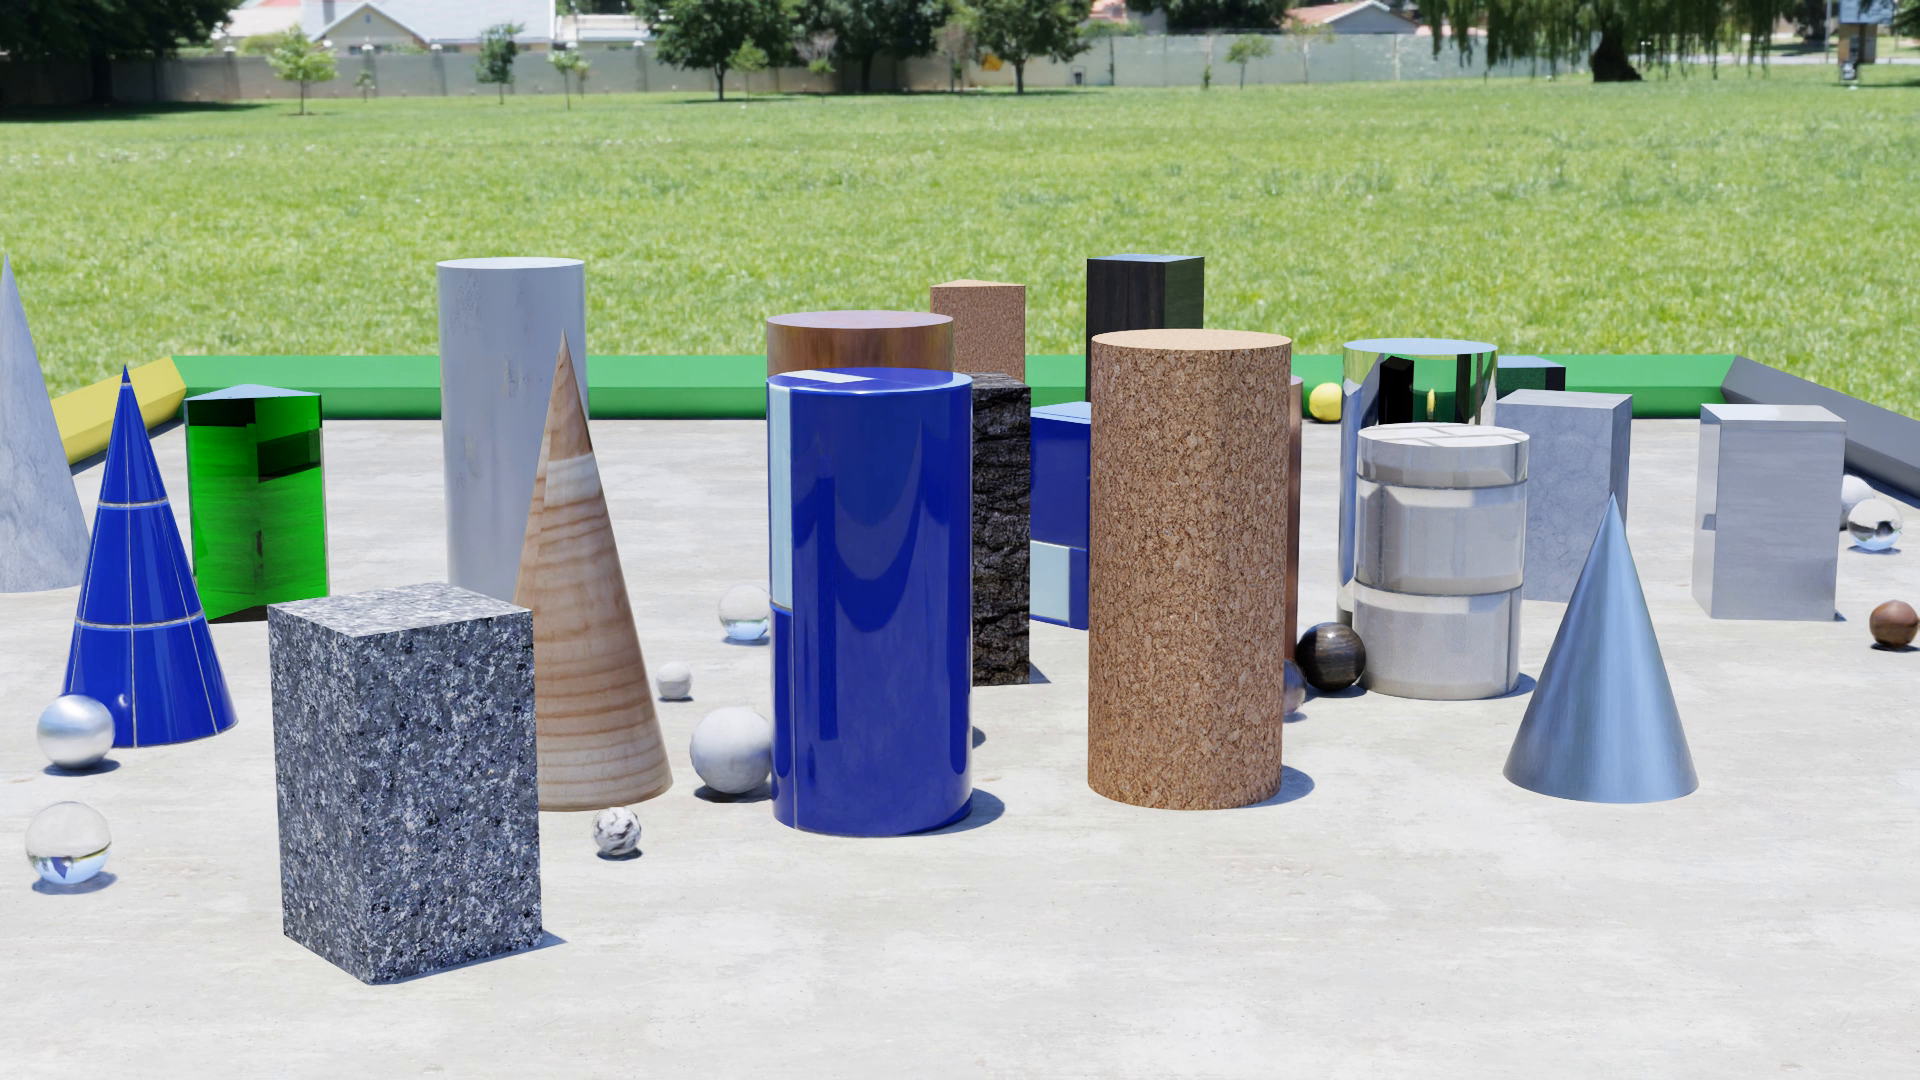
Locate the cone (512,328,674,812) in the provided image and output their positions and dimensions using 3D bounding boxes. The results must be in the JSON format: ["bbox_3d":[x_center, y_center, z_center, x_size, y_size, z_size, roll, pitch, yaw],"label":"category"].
[{"bbox_3d":[-0.394,0.019,2.590,0.199,0.471,0.199,0,10,0],"label":"cone"}]

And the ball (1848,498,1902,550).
[{"bbox_3d":[1.390,-0.024,3.899,0.079,0.079,0.079,0,10,0],"label":"ball"}]

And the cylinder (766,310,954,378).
[{"bbox_3d":[-0.106,-0.009,2.770,0.199,0.460,0.199,0,10,0],"label":"cylinder"}]

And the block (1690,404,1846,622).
[{"bbox_3d":[1.088,-0.039,3.463,0.159,0.268,0.159,1,11,6],"label":"block"}]

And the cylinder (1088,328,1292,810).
[{"bbox_3d":[0.230,0.025,2.596,0.199,0.458,0.199,0,10,0],"label":"cylinder"}]

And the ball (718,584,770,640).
[{"bbox_3d":[-0.274,0.092,3.288,0.074,0.074,0.074,0,10,0],"label":"ball"}]

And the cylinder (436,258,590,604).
[{"bbox_3d":[-0.606,-0.146,3.502,0.199,0.464,0.199,0,10,0],"label":"cylinder"}]

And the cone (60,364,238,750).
[{"bbox_3d":[-0.909,0.008,2.828,0.199,0.407,0.199,0,10,0],"label":"cone"}]

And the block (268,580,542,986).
[{"bbox_3d":[-0.462,0.196,2.141,0.159,0.286,0.159,-8,13,-38],"label":"block"}]

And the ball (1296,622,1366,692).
[{"bbox_3d":[0.437,0.137,3.022,0.082,0.082,0.082,0,10,0],"label":"ball"}]

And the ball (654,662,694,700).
[{"bbox_3d":[-0.332,0.163,2.984,0.044,0.044,0.044,0,10,0],"label":"ball"}]

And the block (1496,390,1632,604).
[{"bbox_3d":[0.837,-0.062,3.577,0.159,0.272,0.159,5,11,23],"label":"block"}]

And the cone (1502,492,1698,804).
[{"bbox_3d":[0.664,0.098,2.634,0.199,0.300,0.199,0,10,0],"label":"cone"}]

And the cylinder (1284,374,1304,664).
[{"bbox_3d":[0.297,-0.004,2.995,0.199,0.370,0.199,0,10,0],"label":"cylinder"}]

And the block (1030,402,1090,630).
[{"bbox_3d":[0.164,-0.036,3.432,0.159,0.273,0.159,10,15,44],"label":"block"}]

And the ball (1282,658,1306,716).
[{"bbox_3d":[0.357,0.166,2.901,0.068,0.068,0.068,0,10,0],"label":"ball"}]

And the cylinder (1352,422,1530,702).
[{"bbox_3d":[0.569,0.022,3.047,0.199,0.298,0.199,0,10,0],"label":"cylinder"}]

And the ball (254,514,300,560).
[{"bbox_3d":[-1.019,-0.004,3.832,0.066,0.066,0.066,0,10,0],"label":"ball"}]

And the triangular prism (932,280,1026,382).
[{"bbox_3d":[0.019,-0.303,4.703,0.172,0.337,0.149,-2,11,-10],"label":"triangular prism"}]

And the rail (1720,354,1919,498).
[{"bbox_3d":[1.614,0.032,3.458,0.045,0.129,3.908,0,10,0],"label":"rail"}]

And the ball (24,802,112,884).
[{"bbox_3d":[-0.802,0.273,2.310,0.074,0.074,0.074,0,10,0],"label":"ball"}]

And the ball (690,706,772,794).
[{"bbox_3d":[-0.229,0.212,2.598,0.089,0.089,0.089,0,10,0],"label":"ball"}]

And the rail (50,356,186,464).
[{"bbox_3d":[-1.614,0.035,3.440,0.045,0.129,3.908,0,10,0],"label":"rail"}]

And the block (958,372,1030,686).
[{"bbox_3d":[-0.011,-0.014,3.088,0.159,0.356,0.159,-2,11,-11],"label":"block"}]

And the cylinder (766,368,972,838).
[{"bbox_3d":[-0.087,0.056,2.506,0.199,0.429,0.199,0,10,0],"label":"cylinder"}]

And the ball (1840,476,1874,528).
[{"bbox_3d":[1.416,-0.061,4.092,0.083,0.083,0.083,0,10,0],"label":"ball"}]

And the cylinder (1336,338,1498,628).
[{"bbox_3d":[0.598,-0.072,3.368,0.199,0.367,0.199,0,10,0],"label":"cylinder"}]

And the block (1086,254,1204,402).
[{"bbox_3d":[0.338,-0.326,4.699,0.159,0.382,0.159,6,12,31],"label":"block"}]

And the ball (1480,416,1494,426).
[{"bbox_3d":[1.037,-0.213,4.977,0.059,0.059,0.059,0,10,0],"label":"ball"}]

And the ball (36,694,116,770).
[{"bbox_3d":[-0.926,0.201,2.689,0.078,0.078,0.078,0,10,0],"label":"ball"}]

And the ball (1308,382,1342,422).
[{"bbox_3d":[0.761,-0.284,5.300,0.081,0.081,0.081,0,10,0],"label":"ball"}]

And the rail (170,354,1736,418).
[{"bbox_3d":[-0.011,-0.318,5.347,3.276,0.129,0.045,0,10,0],"label":"rail"}]

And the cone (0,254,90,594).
[{"bbox_3d":[-1.338,-0.175,3.640,0.199,0.472,0.199,0,10,0],"label":"cone"}]

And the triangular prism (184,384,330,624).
[{"bbox_3d":[-0.949,-0.053,3.456,0.172,0.298,0.149,-3,11,-18],"label":"triangular prism"}]

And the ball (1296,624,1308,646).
[{"bbox_3d":[0.411,0.128,3.154,0.051,0.051,0.051,0,10,0],"label":"ball"}]

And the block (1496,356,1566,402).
[{"bbox_3d":[0.870,-0.160,4.143,0.159,0.258,0.159,-1,11,-6],"label":"block"}]

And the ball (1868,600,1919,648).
[{"bbox_3d":[1.182,0.106,3.247,0.061,0.061,0.061,0,10,0],"label":"ball"}]

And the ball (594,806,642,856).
[{"bbox_3d":[-0.320,0.272,2.396,0.045,0.045,0.045,0,10,0],"label":"ball"}]
